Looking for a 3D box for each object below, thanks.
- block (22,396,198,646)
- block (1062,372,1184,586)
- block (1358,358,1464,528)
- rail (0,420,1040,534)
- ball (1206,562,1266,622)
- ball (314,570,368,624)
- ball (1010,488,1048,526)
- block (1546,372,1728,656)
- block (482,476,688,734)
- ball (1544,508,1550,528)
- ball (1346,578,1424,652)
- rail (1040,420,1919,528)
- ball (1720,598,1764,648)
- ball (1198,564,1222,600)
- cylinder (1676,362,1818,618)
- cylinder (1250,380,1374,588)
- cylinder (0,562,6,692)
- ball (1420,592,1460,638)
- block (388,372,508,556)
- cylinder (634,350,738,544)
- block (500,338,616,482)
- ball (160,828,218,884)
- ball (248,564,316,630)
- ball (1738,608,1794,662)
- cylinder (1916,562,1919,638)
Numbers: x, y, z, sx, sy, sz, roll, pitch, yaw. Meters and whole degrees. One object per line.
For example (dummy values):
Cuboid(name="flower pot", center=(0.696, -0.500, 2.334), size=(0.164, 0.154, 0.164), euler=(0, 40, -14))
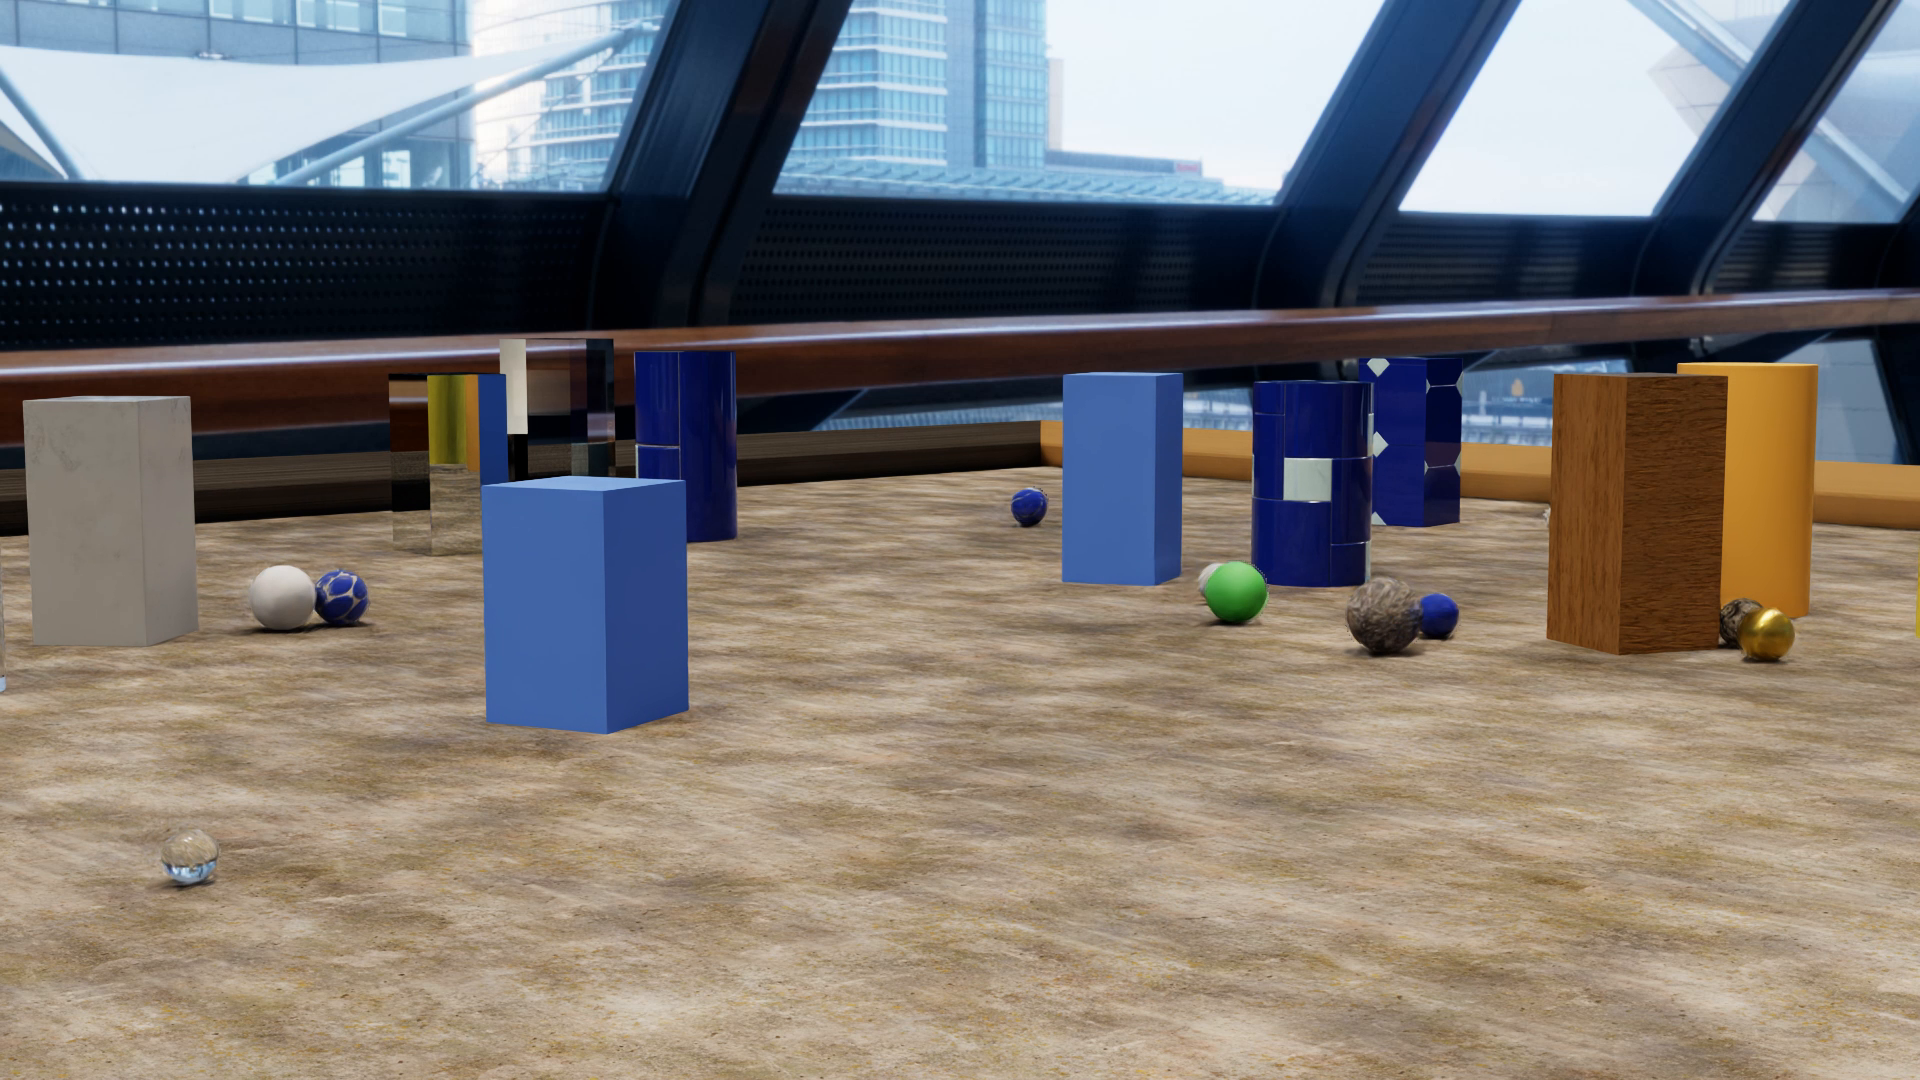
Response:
Cuboid(name="block", center=(-1.150, -0.029, 2.986), size=(0.157, 0.326, 0.157), euler=(1, 6, 5))
Cuboid(name="block", center=(0.270, -0.105, 3.642), size=(0.157, 0.340, 0.157), euler=(2, 6, 22))
Cuboid(name="block", center=(0.942, -0.208, 4.608), size=(0.157, 0.344, 0.157), euler=(5, 8, 40))
Cuboid(name="rail", center=(-1.381, -0.122, 4.820), size=(4.434, 0.128, 0.045), euler=(-5, 8, -42))
Cuboid(name="ball", center=(0.394, 0.075, 3.143), size=(0.087, 0.087, 0.087), euler=(0, 6, 0))
Cuboid(name="ball", center=(-0.879, 0.082, 3.120), size=(0.078, 0.078, 0.078), euler=(0, 6, 0))
Cuboid(name="ball", center=(0.143, -0.069, 4.566), size=(0.077, 0.077, 0.077), euler=(0, 6, 0))
Cuboid(name="block", center=(0.899, -0.040, 2.927), size=(0.157, 0.359, 0.157), euler=(-2, 6, -20))
Cuboid(name="block", center=(-0.408, 0.066, 2.407), size=(0.157, 0.257, 0.157), euler=(3, 7, 26))
Cuboid(name="ball", center=(1.215, -0.046, 4.492), size=(0.046, 0.046, 0.046), euler=(0, 6, 0))
Cuboid(name="ball", center=(0.554, 0.098, 2.868), size=(0.098, 0.098, 0.098), euler=(0, 6, 0))
Cuboid(name="rail", center=(1.612, -0.121, 4.811), size=(0.045, 0.128, 4.119), euler=(-5, 8, -42))
Cuboid(name="ball", center=(1.036, 0.110, 2.908), size=(0.066, 0.066, 0.066), euler=(0, 6, 0))
Cuboid(name="ball", center=(0.392, 0.066, 3.336), size=(0.063, 0.063, 0.063), euler=(0, 6, 0))
Cuboid(name="cylinder", center=(1.159, -0.077, 3.256), size=(0.197, 0.365, 0.197), euler=(0, 6, 0))
Cuboid(name="cylinder", center=(0.580, -0.097, 3.628), size=(0.197, 0.327, 0.197), euler=(0, 6, 0))
Cuboid(name="cylinder", center=(-1.221, -0.059, 2.545), size=(0.197, 0.478, 0.197), euler=(0, 6, 0))
Cuboid(name="ball", center=(0.650, 0.103, 3.001), size=(0.061, 0.061, 0.061), euler=(0, 6, 0))
Cuboid(name="block", center=(-0.947, -0.144, 4.080), size=(0.157, 0.328, 0.157), euler=(-5, 8, -40))
Cuboid(name="cylinder", center=(-0.535, -0.185, 4.296), size=(0.197, 0.365, 0.197), euler=(0, 6, 0))
Cuboid(name="block", center=(-0.782, -0.197, 4.290), size=(0.157, 0.389, 0.157), euler=(3, 6, 23))
Cuboid(name="ball", center=(-0.600, 0.246, 1.714), size=(0.042, 0.042, 0.042), euler=(0, 6, 0))
Cuboid(name="ball", center=(-0.945, 0.080, 3.066), size=(0.091, 0.091, 0.091), euler=(0, 6, 0))
Cuboid(name="ball", center=(1.025, 0.120, 2.796), size=(0.069, 0.069, 0.069), euler=(0, 6, 0))
Cuboid(name="cylinder", center=(1.404, -0.055, 2.967), size=(0.197, 0.382, 0.197), euler=(0, 6, 0))
